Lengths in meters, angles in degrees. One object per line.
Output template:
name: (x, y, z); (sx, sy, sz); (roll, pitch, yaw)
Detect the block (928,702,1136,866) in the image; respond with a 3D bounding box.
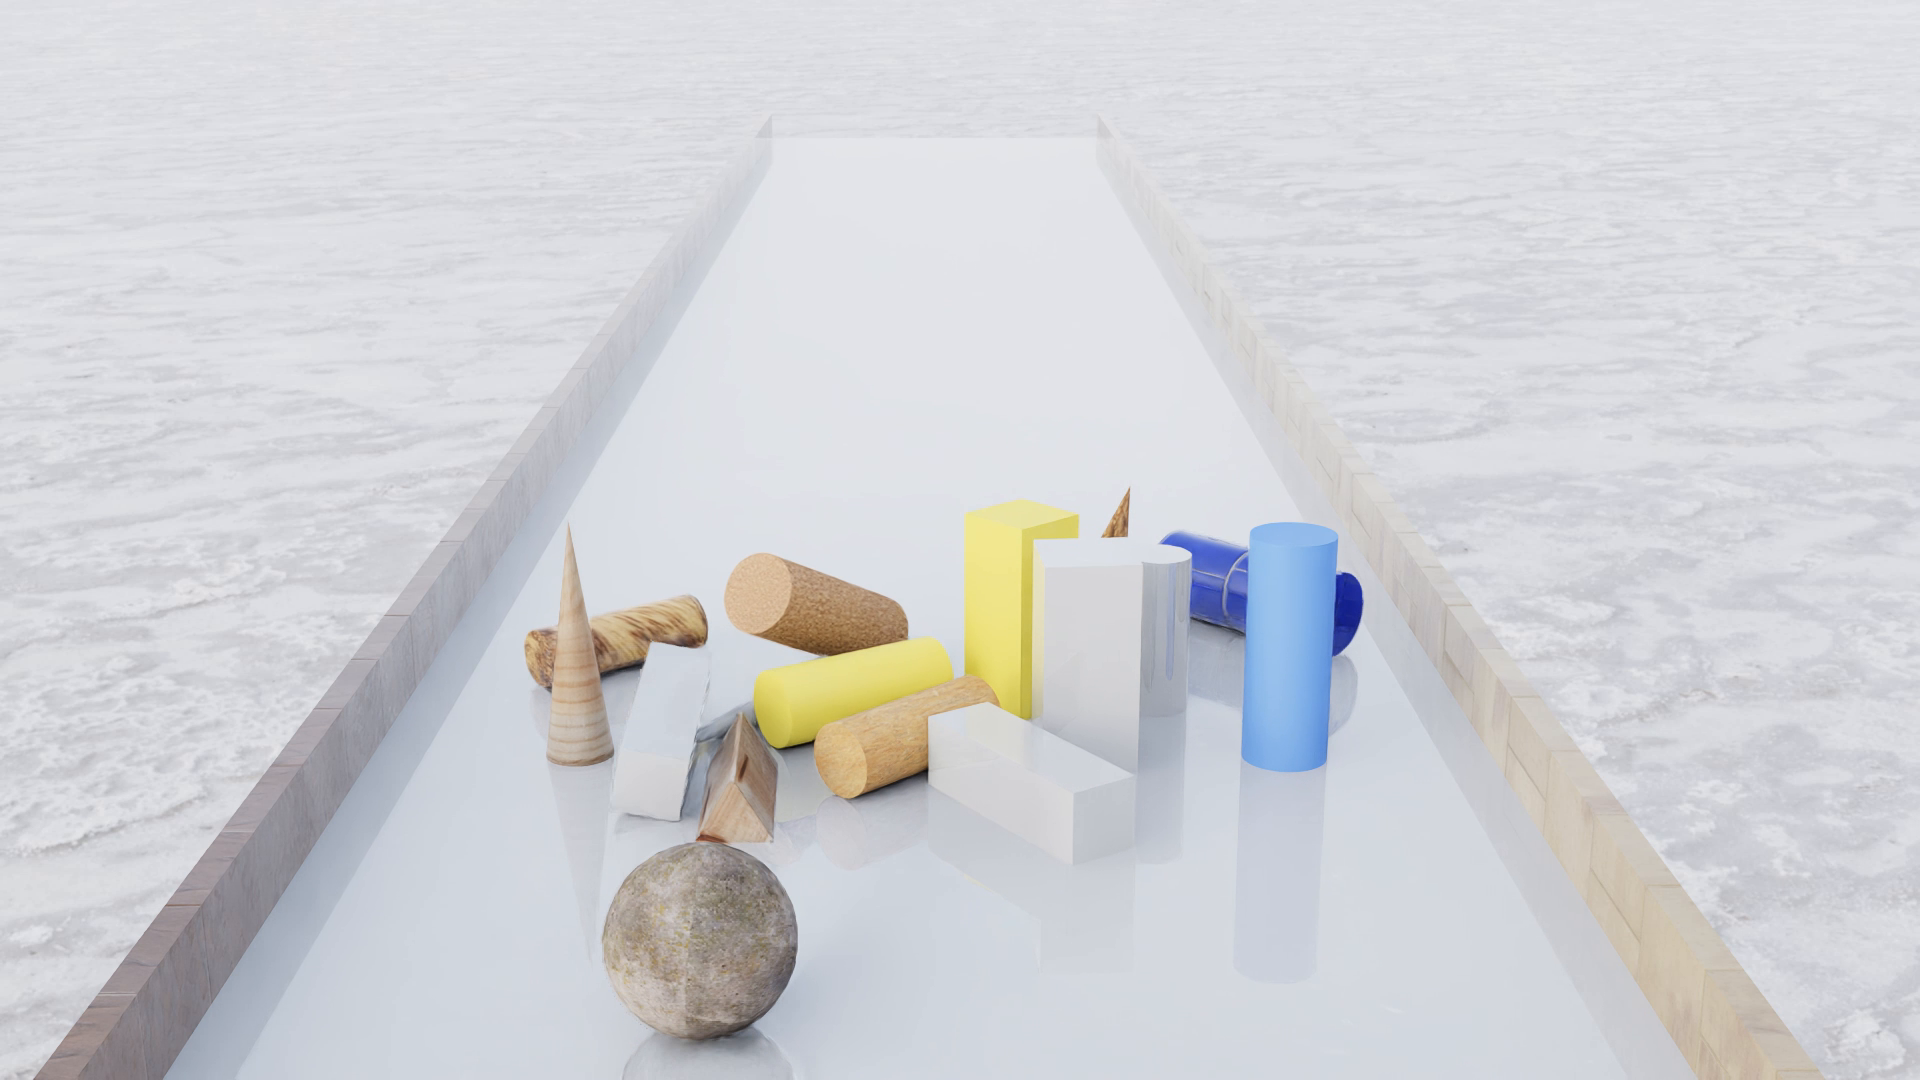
block: (0.113, 0.400, 3.662); (0.125, 0.125, 0.407); (-11, 20, -33)

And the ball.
ball: (-0.348, 0.538, 2.957); (0.262, 0.262, 0.262); (0, 17, 0)

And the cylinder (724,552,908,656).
cylinder: (-0.269, 0.141, 4.201); (0.153, 0.153, 0.394); (12, -7, 34)

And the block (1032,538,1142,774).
block: (0.220, 0.204, 3.869); (0.168, 0.383, 0.168); (-1, 17, -5)

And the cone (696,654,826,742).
cone: (-0.391, 0.323, 4.050); (0.384, 0.103, 0.103); (-21, 26, -33)

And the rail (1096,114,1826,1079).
rail: (0.932, -0.844, 7.801); (0.050, 0.150, 12.000); (0, 17, -1)

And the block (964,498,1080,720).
block: (0.115, 0.129, 4.139); (0.151, 0.372, 0.151); (-15, 22, -41)

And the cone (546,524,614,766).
cone: (-0.680, 0.173, 3.877); (0.122, 0.437, 0.122); (0, 17, 0)

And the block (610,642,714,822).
block: (-0.516, 0.327, 3.840); (0.115, 0.115, 0.452); (10, 20, -5)

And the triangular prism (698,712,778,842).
triangular prism: (-0.375, 0.395, 3.706); (0.121, 0.104, 0.317); (-1, 17, -3)

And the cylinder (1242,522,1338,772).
cylinder: (0.579, 0.188, 3.871); (0.152, 0.413, 0.152); (0, 17, 0)

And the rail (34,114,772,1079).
rail: (-1.118, -0.838, 7.780); (0.050, 0.150, 12.000); (0, 17, -1)

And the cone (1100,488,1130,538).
cone: (0.278, 0.059, 4.201); (0.162, 0.449, 0.162); (7, 43, -6)

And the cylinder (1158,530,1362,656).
cylinder: (0.608, 0.107, 4.564); (0.173, 0.173, 0.430); (-16, 23, -42)

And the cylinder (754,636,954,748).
cylinder: (-0.193, 0.277, 4.040); (0.344, 0.143, 0.143); (-11, 20, -32)

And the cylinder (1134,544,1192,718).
cylinder: (0.370, 0.170, 4.128); (0.121, 0.301, 0.121); (0, 17, 0)

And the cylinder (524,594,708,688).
cylinder: (-0.679, 0.198, 4.362); (0.353, 0.113, 0.113); (-13, 21, -38)

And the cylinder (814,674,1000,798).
cylinder: (-0.087, 0.341, 3.845); (0.133, 0.133, 0.331); (16, 23, 42)
